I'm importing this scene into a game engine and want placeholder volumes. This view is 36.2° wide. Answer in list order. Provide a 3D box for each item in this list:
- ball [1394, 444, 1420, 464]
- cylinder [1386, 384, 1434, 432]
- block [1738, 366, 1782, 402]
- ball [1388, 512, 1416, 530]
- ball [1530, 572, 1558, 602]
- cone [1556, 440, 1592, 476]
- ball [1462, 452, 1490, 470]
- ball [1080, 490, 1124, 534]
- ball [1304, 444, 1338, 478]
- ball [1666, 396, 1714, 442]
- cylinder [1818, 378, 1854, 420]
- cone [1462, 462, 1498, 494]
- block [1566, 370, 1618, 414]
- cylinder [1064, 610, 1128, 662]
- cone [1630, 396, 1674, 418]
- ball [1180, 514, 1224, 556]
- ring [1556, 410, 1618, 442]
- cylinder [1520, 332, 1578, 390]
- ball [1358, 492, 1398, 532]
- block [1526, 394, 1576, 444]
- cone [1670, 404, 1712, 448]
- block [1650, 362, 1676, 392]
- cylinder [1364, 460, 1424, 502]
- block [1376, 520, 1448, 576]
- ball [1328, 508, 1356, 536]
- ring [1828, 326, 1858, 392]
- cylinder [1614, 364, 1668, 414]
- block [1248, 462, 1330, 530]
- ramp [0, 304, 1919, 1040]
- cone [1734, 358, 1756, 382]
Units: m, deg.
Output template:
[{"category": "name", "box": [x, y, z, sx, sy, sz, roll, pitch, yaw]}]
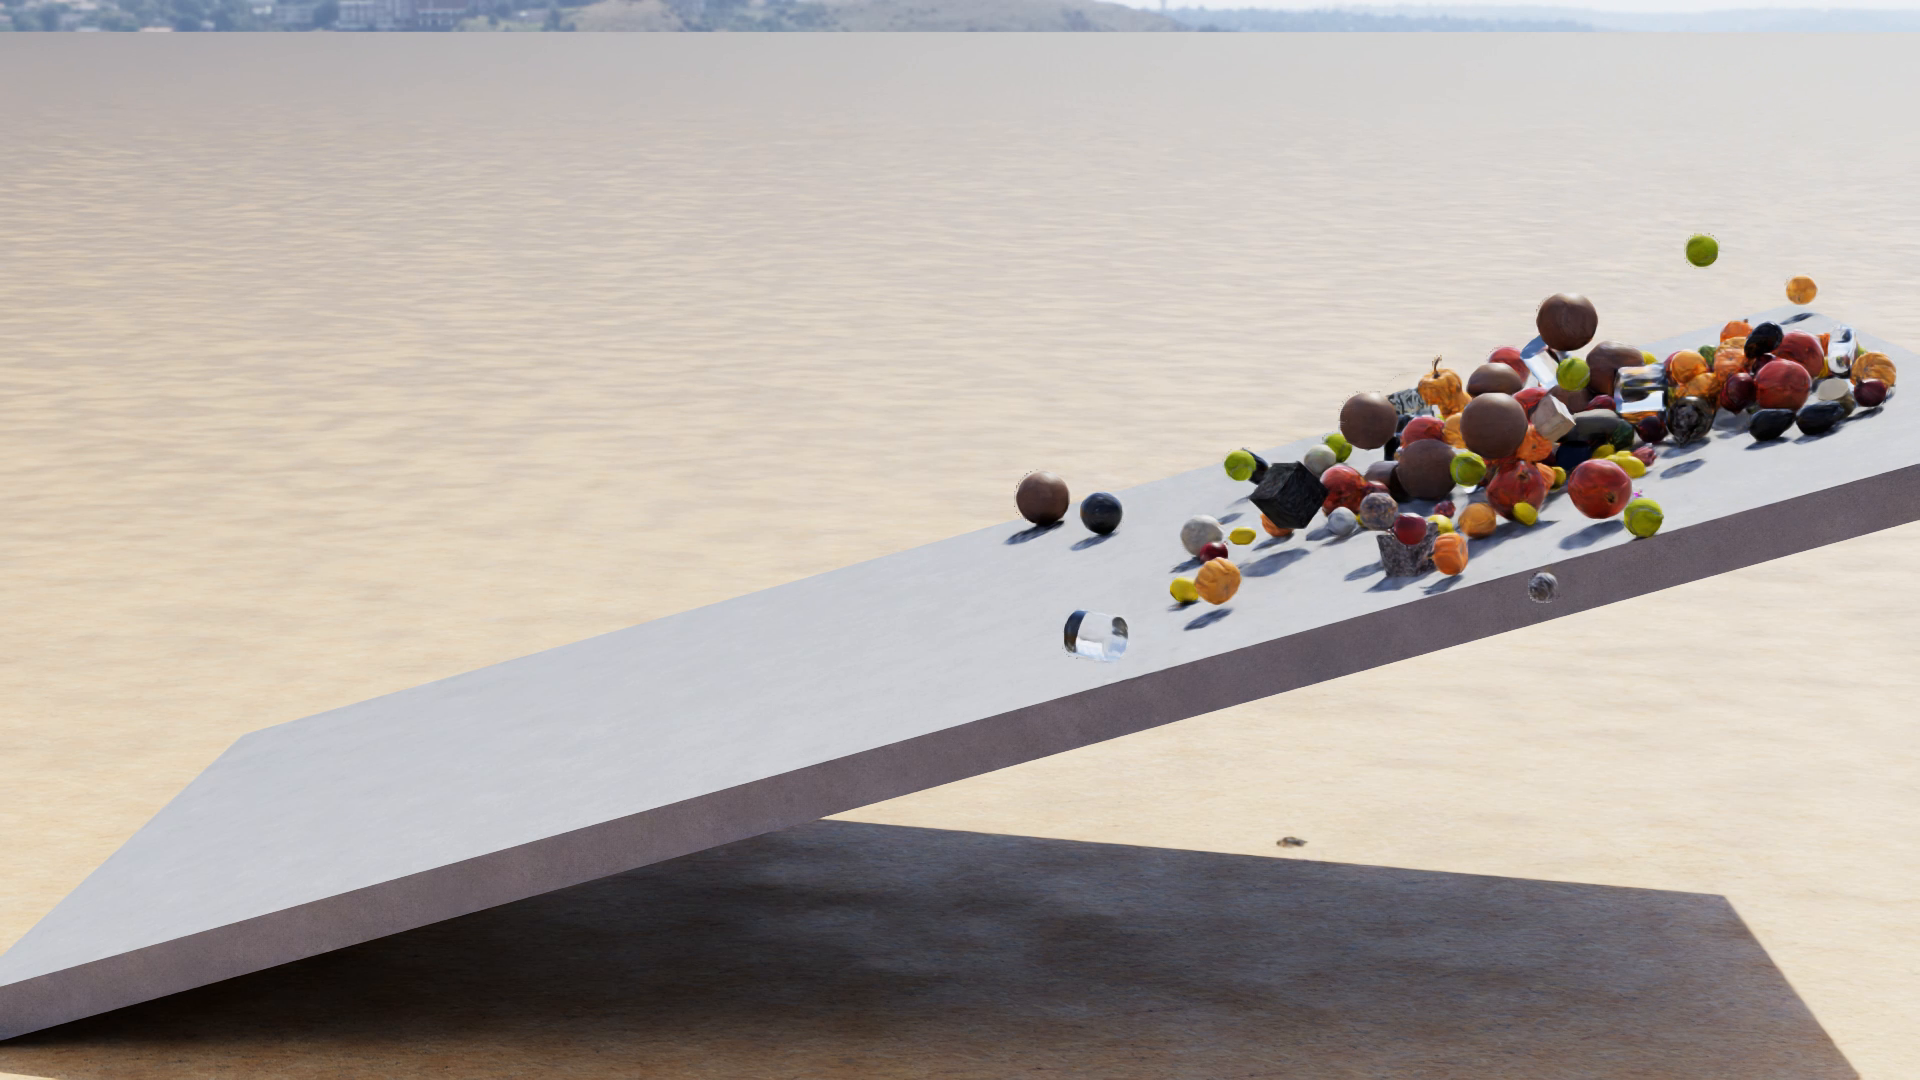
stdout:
[{"category": "ball", "box": [0.985, -0.185, 6.479, 0.056, 0.056, 0.056, 0, 11, 0]}, {"category": "cylinder", "box": [1.065, -0.311, 6.958, 0.091, 0.091, 0.091, -16, 10, 4]}, {"category": "block", "box": [1.670, -0.326, 6.135, 0.054, 0.054, 0.054, -21, 4, -28]}, {"category": "ball", "box": [0.859, -0.019, 5.716, 0.068, 0.068, 0.068, 0, 11, 0]}, {"category": "ball", "box": [1.022, 0.082, 5.142, 0.050, 0.050, 0.050, 0, 11, 0]}, {"category": "cone", "box": [1.248, -0.159, 5.962, 0.072, 0.072, 0.072, 4, -10, 19]}, {"category": "ball", "box": [1.081, -0.157, 6.161, 0.057, 0.057, 0.057, 0, 11, 0]}, {"category": "ball", "box": [0.325, -0.063, 6.754, 0.099, 0.099, 0.099, 0, 11, 0]}, {"category": "ball", "box": [0.817, -0.180, 6.671, 0.076, 0.076, 0.076, 0, 11, 0]}, {"category": "ball", "box": [1.465, -0.244, 5.906, 0.093, 0.093, 0.093, 0, 11, 0]}, {"category": "cylinder", "box": [1.703, -0.274, 5.720, 0.059, 0.059, 0.059, -17, 43, 17]}, {"category": "cone", "box": [1.082, -0.125, 6.057, 0.067, 0.067, 0.067, 8, 5, -29]}, {"category": "block", "box": [1.398, -0.316, 6.438, 0.087, 0.087, 0.087, -20, 8, -23]}, {"category": "cylinder", "box": [0.246, 0.174, 5.326, 0.085, 0.085, 0.085, 11, 15, 36]}, {"category": "cone", "box": [1.499, -0.300, 6.318, 0.097, 0.097, 0.097, 11, 11, 1]}, {"category": "ball", "box": [0.508, -0.009, 6.176, 0.090, 0.090, 0.090, 0, 11, 0]}, {"category": "ring", "box": [1.260, -0.229, 5.936, 0.139, 0.046, 0.139, -10, -8, -2]}, {"category": "cylinder", "box": [1.305, -0.396, 6.511, 0.092, 0.092, 0.092, -36, 18, 14]}, {"category": "ball", "box": [0.808, -0.054, 5.677, 0.077, 0.077, 0.077, 0, 11, 0]}, {"category": "block", "box": [1.141, -0.235, 5.679, 0.057, 0.057, 0.057, 30, 29, -36]}, {"category": "cone", "box": [1.410, -0.205, 5.726, 0.083, 0.083, 0.083, 7, 50, 32]}, {"category": "block", "box": [1.540, -0.355, 6.514, 0.060, 0.060, 0.060, -18, 9, -2]}, {"category": "cylinder", "box": [0.909, -0.123, 6.160, 0.088, 0.088, 0.088, -6, 3, -30]}, {"category": "block", "box": [0.844, 0.016, 5.497, 0.082, 0.082, 0.082, -22, 11, -31]}, {"category": "ball", "box": [0.776, -0.037, 5.978, 0.059, 0.059, 0.059, 0, 11, 0]}, {"category": "ring", "box": [1.779, -0.362, 5.923, 0.048, 0.143, 0.143, 0, 9, 24]}, {"category": "cylinder", "box": [1.385, -0.307, 5.983, 0.093, 0.093, 0.093, -4, 10, 3]}, {"category": "block", "box": [0.672, -0.090, 5.999, 0.097, 0.097, 0.097, -53, 22, -18]}, {"category": "ramp", "box": [0.087, 0.188, 6.323, 4.000, 0.100, 2.000, -16, 10, 5]}, {"category": "cone", "box": [1.705, -0.353, 6.331, 0.056, 0.056, 0.056, -5, 31, -27]}]
